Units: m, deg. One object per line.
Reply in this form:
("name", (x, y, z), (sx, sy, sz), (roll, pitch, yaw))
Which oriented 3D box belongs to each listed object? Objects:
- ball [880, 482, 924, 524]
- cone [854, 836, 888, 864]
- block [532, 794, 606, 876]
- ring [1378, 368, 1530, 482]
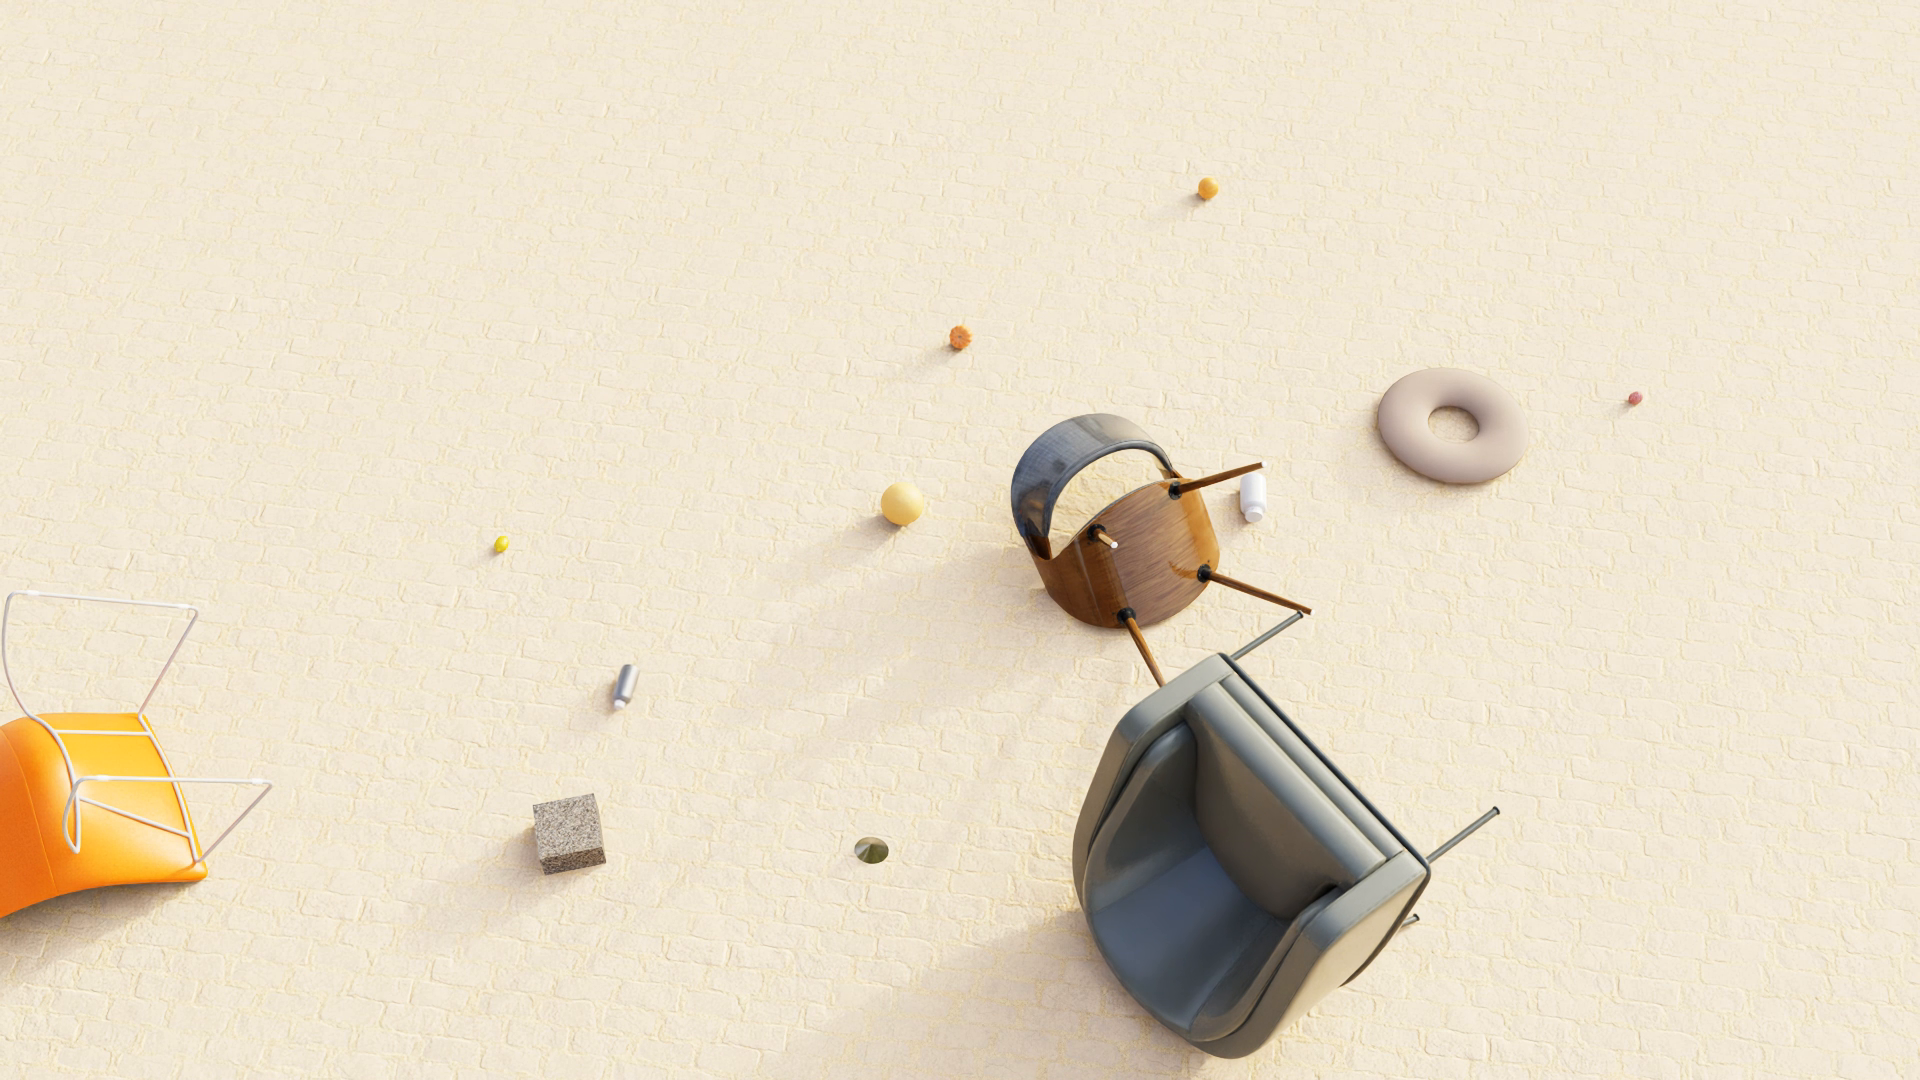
("ball", (-0.172, -0.109, 6.570), (0.129, 0.129, 0.129), (0, 56, 0))
("cone", (-0.241, 0.836, 5.989), (0.096, 0.040, 0.082), (12, 57, 8))
("block", (-1.061, 0.799, 5.976), (0.168, 0.101, 0.166), (-11, 57, -7))
("ring", (1.519, -0.355, 6.773), (0.466, 0.066, 0.436), (18, 58, 12))
